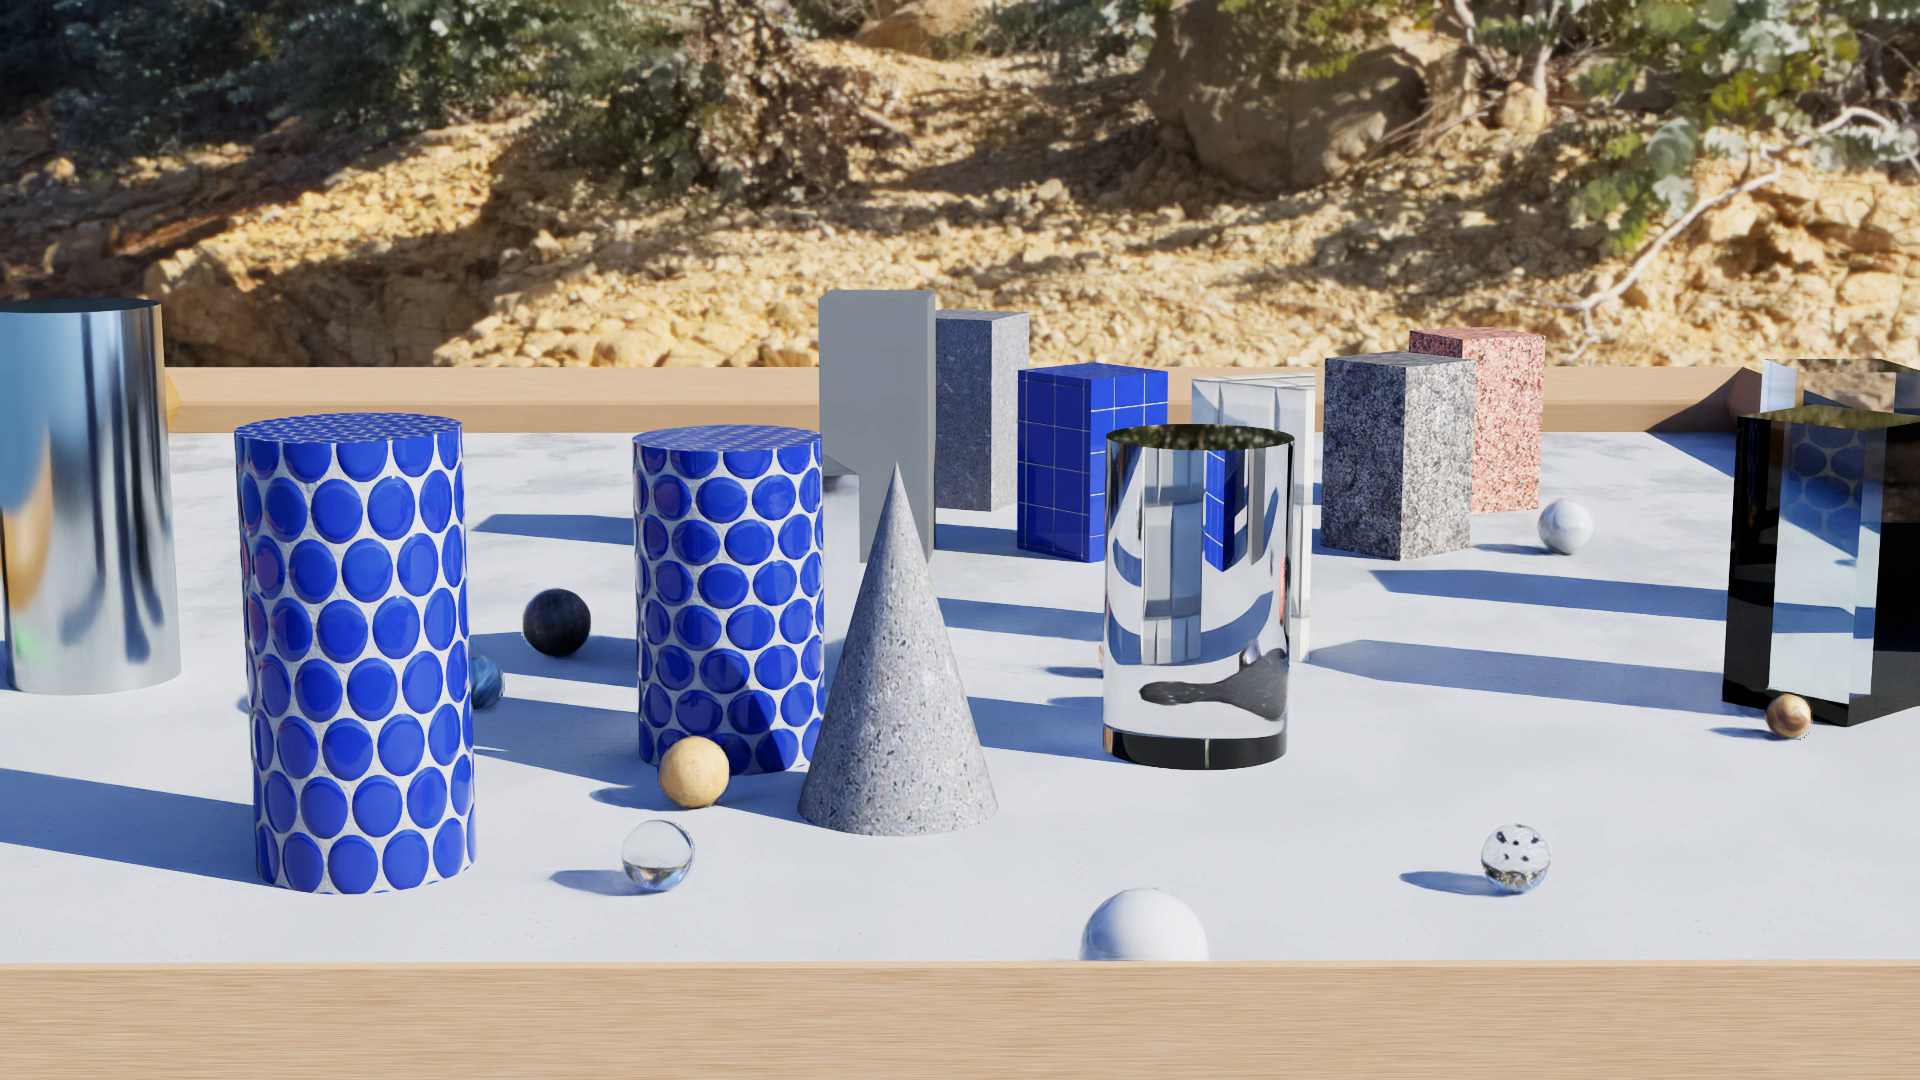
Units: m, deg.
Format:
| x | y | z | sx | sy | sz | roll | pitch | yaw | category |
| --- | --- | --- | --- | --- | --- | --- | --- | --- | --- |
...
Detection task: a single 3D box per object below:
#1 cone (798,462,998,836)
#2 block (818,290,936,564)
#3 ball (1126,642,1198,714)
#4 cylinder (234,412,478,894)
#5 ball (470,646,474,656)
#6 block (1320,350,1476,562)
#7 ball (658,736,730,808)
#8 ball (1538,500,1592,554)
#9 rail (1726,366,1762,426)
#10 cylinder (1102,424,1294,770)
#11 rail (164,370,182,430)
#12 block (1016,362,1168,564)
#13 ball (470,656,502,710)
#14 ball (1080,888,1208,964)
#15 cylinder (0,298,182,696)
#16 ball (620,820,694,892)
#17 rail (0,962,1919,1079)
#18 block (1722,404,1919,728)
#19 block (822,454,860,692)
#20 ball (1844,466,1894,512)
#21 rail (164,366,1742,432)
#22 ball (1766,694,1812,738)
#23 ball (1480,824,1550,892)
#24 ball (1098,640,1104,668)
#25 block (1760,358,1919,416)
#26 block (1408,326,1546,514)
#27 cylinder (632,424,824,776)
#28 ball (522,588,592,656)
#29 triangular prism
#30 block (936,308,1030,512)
| x | y | z | sx | sy | sz | roll | pitch | yaw | category |
| --- | --- | --- | --- | --- | --- | --- | --- | --- | --- |
| -0.062 | 0.094 | 2.523 | 0.200 | 0.349 | 0.200 | 0 | 10 | 0 | cone |
| -0.122 | -0.173 | 3.848 | 0.160 | 0.392 | 0.160 | 1 | 10 | 4 | block |
| 0.229 | 0.156 | 2.923 | 0.081 | 0.081 | 0.081 | 0 | 10 | 0 | ball |
| -0.550 | 0.098 | 2.345 | 0.200 | 0.406 | 0.200 | 0 | 10 | 0 | cylinder |
| -0.608 | 0.143 | 2.987 | 0.084 | 0.084 | 0.084 | 0 | 10 | 0 | ball |
| 0.666 | -0.131 | 3.905 | 0.160 | 0.290 | 0.160 | -9 | 13 | -39 | block |
| -0.264 | 0.230 | 2.552 | 0.070 | 0.070 | 0.070 | 0 | 10 | 0 | ball |
| 0.915 | -0.020 | 3.879 | 0.082 | 0.082 | 0.082 | 0 | 10 | 0 | ball |
| 1.560 | 0.032 | 3.457 | 0.045 | 0.130 | 3.476 | 0 | 10 | 0 | rail |
| 0.255 | 0.057 | 2.754 | 0.200 | 0.339 | 0.200 | 0 | 10 | 0 | cylinder |
| -1.560 | 0.035 | 3.440 | 0.045 | 0.130 | 3.476 | 0 | 10 | 0 | rail |
| 0.200 | -0.121 | 3.891 | 0.160 | 0.274 | 0.160 | -9 | 14 | -40 | block |
| -0.555 | 0.164 | 2.940 | 0.060 | 0.060 | 0.060 | 0 | 10 | 0 | ball |
| 0.143 | 0.320 | 1.989 | 0.100 | 0.100 | 0.100 | 0 | 10 | 0 | ball |
| -1.046 | -0.056 | 3.063 | 0.200 | 0.448 | 0.200 | 0 | 10 | 0 | cylinder |
| -0.271 | 0.282 | 2.292 | 0.064 | 0.064 | 0.064 | 0 | 10 | 0 | ball |
| 0.010 | 0.345 | 1.763 | 3.168 | 0.130 | 0.045 | 0 | 10 | 0 | rail |
| 0.998 | 0.025 | 2.941 | 0.160 | 0.334 | 0.160 | -9 | 14 | -40 | block |
| -0.217 | 0.041 | 3.065 | 0.160 | 0.258 | 0.160 | -3 | 11 | -16 | block |
| 1.502 | -0.085 | 4.236 | 0.078 | 0.078 | 0.078 | 0 | 10 | 0 | ball |
| -0.010 | -0.278 | 5.135 | 3.168 | 0.130 | 0.045 | 0 | 10 | 0 | rail |
| 0.908 | 0.193 | 2.813 | 0.049 | 0.049 | 0.049 | 0 | 10 | 0 | ball |
| 0.496 | 0.284 | 2.289 | 0.061 | 0.061 | 0.061 | 0 | 10 | 0 | ball |
| 0.195 | 0.137 | 3.094 | 0.057 | 0.057 | 0.057 | 0 | 10 | 0 | ball |
| 1.169 | -0.066 | 3.424 | 0.160 | 0.336 | 0.160 | 0 | 10 | -2 | block |
| 0.859 | -0.202 | 4.288 | 0.160 | 0.289 | 0.160 | -4 | 11 | -22 | block |
| -0.245 | 0.060 | 2.733 | 0.200 | 0.341 | 0.200 | 0 | 10 | 0 | cylinder |
| -0.503 | 0.103 | 3.201 | 0.086 | 0.086 | 0.086 | 0 | 10 | 0 | ball |
| 0.404 | -0.037 | 3.255 | 0.173 | 0.340 | 0.150 | 8 | 13 | 37 | triangular prism |
| 0.011 | -0.221 | 4.317 | 0.160 | 0.317 | 0.160 | 5 | 11 | 24 | block |
